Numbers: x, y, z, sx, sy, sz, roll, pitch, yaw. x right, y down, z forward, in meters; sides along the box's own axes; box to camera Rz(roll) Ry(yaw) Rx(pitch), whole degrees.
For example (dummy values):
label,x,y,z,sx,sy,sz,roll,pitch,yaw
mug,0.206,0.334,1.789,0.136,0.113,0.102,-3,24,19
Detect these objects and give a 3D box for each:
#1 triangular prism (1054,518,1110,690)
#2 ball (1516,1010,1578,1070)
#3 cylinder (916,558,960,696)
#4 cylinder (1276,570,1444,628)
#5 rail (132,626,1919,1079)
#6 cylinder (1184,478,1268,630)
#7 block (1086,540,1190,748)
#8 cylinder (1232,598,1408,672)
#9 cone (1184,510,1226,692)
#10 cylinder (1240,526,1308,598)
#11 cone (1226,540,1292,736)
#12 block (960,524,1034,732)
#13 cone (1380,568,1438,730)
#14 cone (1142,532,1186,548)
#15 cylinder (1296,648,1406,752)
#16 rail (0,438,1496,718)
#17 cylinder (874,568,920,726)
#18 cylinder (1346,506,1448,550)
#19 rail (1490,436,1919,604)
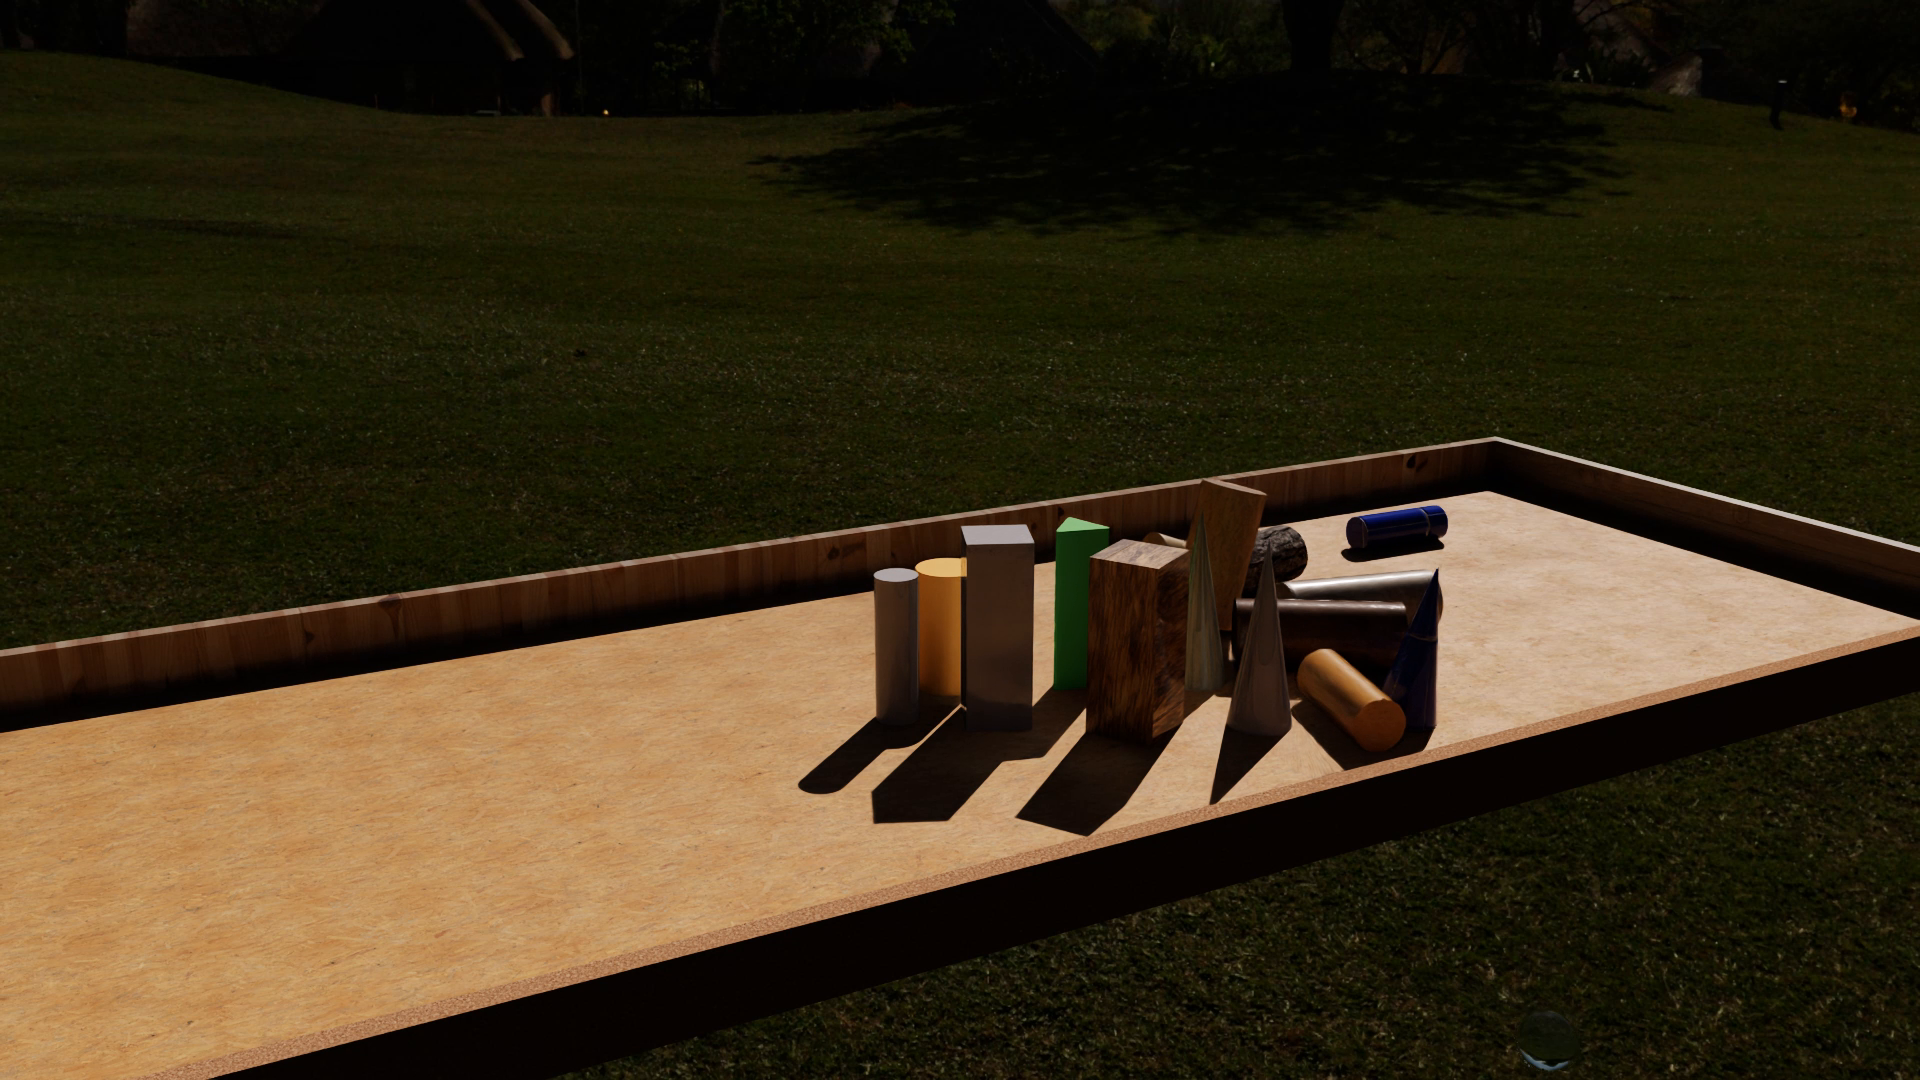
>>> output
label,x,y,z,sx,sy,sz,roll,pitch,yaw
triangular prism,0.285,0.156,4.097,0.133,0.410,0.115,-4,17,-13
ball,3.082,2.621,8.652,0.308,0.308,0.308,0,16,0
cylinder,-0.031,0.214,4.083,0.156,0.307,0.156,0,16,0
cylinder,1.070,0.178,4.459,0.431,0.164,0.164,-4,17,-15
rail,-2.336,1.006,1.665,12.000,0.150,0.050,-9,18,-27
cylinder,0.701,0.039,4.490,0.180,0.380,0.180,13,9,-2
block,0.409,0.235,3.803,0.170,0.425,0.170,10,19,30
cylinder,0.913,0.242,4.214,0.420,0.179,0.179,1,16,5
cone,0.591,0.134,4.088,0.157,0.457,0.157,0,16,0
cylinder,0.847,0.070,4.819,0.335,0.168,0.168,-15,22,-41
cone,0.705,0.213,3.821,0.154,0.455,0.154,0,16,0
block,0.085,0.205,3.854,0.154,0.454,0.154,-1,16,-5
cone,1.072,0.237,3.839,0.152,0.384,0.152,7,17,-2
cone,0.733,0.052,5.061,0.352,0.135,0.135,3,13,-30
cylinder,0.913,0.372,3.866,0.127,0.127,0.335,-3,17,-10
rail,-3.305,0.497,3.399,12.000,0.150,0.050,-9,18,-27
cylinder,-0.148,0.251,3.872,0.104,0.355,0.104,0,16,0
cylinder,1.403,-0.039,5.294,0.324,0.109,0.109,-8,18,-25
rail,2.466,-0.048,5.253,0.050,0.150,2.100,-9,18,-27
